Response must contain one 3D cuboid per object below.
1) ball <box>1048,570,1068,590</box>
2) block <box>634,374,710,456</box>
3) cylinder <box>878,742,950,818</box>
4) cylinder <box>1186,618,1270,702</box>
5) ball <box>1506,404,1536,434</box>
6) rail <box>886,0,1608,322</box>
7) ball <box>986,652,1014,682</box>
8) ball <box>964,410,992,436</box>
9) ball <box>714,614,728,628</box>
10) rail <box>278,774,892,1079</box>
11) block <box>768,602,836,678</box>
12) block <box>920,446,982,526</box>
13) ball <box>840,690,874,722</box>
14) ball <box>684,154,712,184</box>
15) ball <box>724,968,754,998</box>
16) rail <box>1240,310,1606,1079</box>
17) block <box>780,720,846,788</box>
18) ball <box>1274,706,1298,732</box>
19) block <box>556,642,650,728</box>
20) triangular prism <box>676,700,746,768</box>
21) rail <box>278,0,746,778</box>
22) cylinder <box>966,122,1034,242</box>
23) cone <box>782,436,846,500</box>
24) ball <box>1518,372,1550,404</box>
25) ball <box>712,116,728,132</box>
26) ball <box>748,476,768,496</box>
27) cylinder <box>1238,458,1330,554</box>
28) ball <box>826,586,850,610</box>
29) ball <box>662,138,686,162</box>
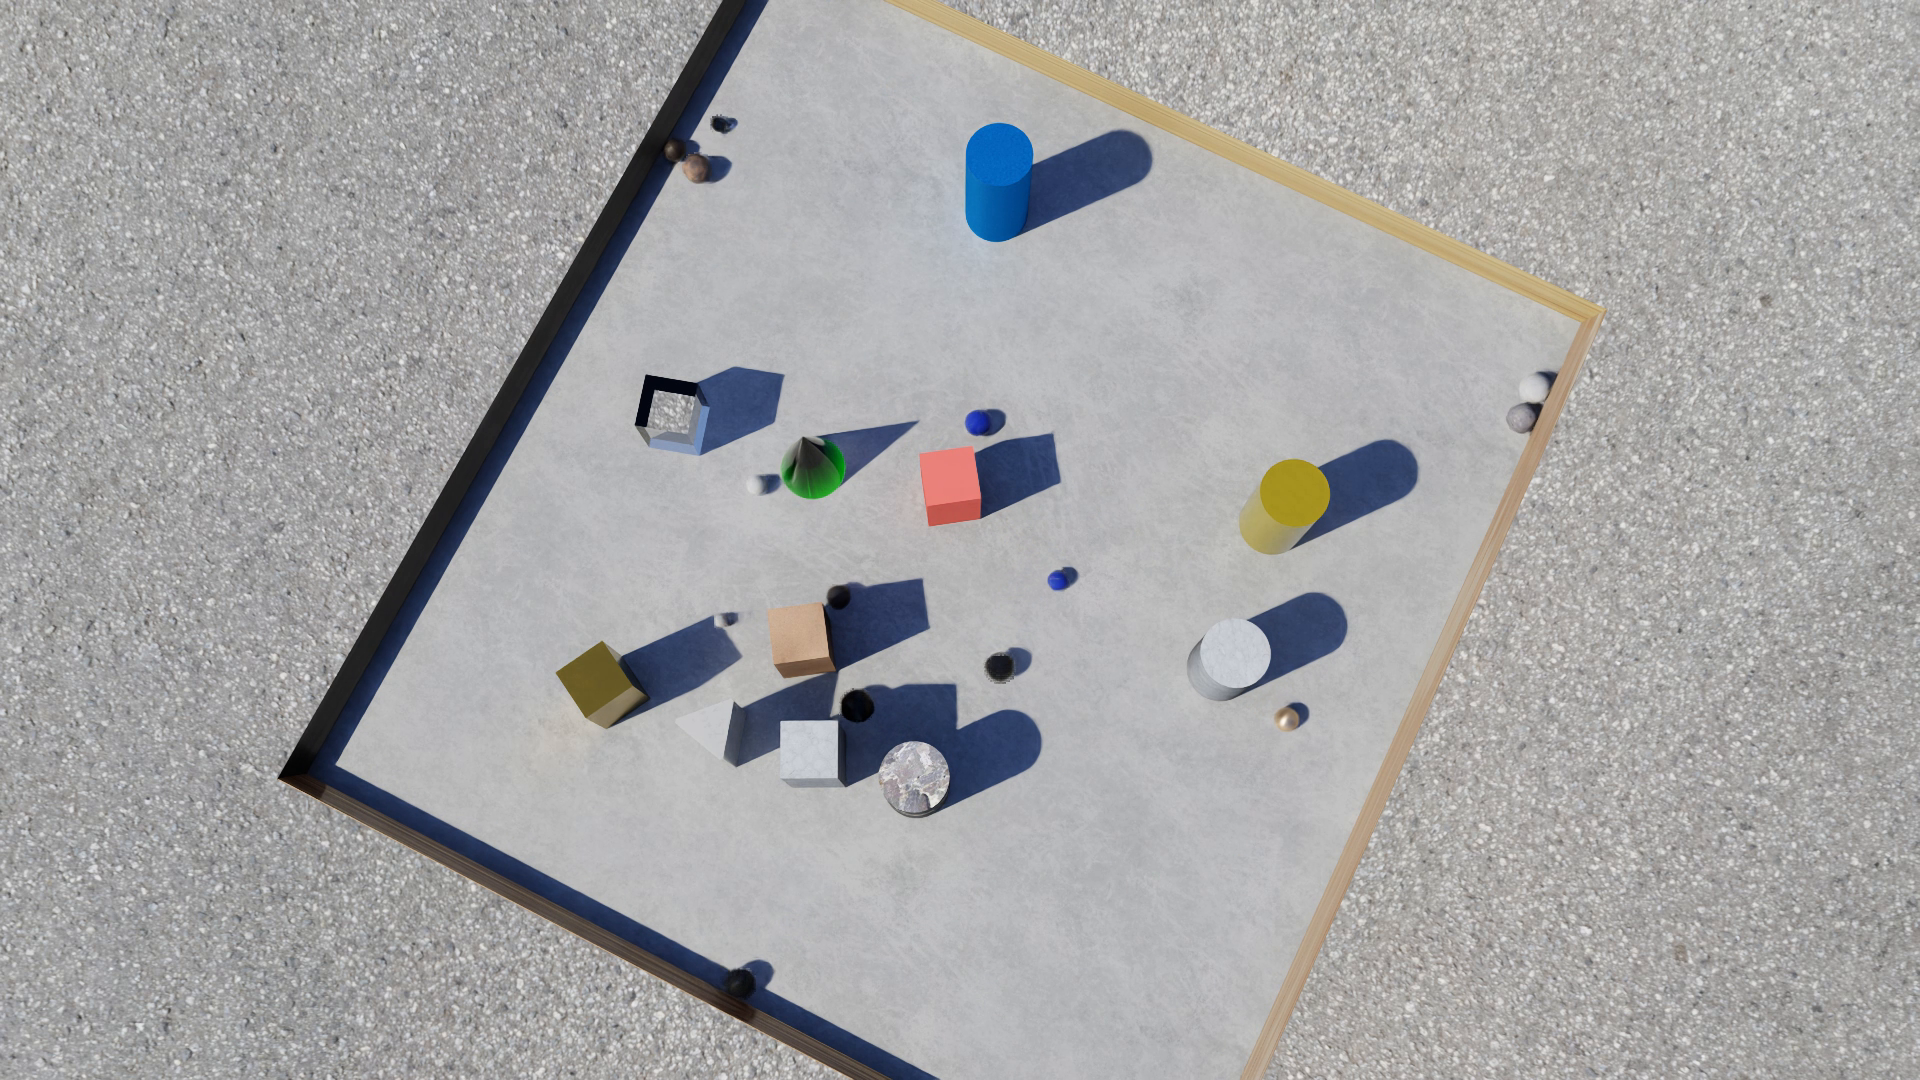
[{"bbox_3d":[0.296,0.122,5.559,0.063,0.063,0.063,0,78,0],"label":"ball"},{"bbox_3d":[-0.871,-0.376,5.562,0.160,0.260,0.160,10,78,2],"label":"block"},{"bbox_3d":[-0.129,0.698,5.313,0.200,0.312,0.200,0,78,0],"label":"cylinder"},{"bbox_3d":[0.784,0.355,5.374,0.200,0.332,0.200,0,78,0],"label":"cylinder"},{"bbox_3d":[1.731,-0.374,5.648,0.090,0.090,0.090,0,78,0],"label":"ball"},{"bbox_3d":[0.675,-1.314,5.821,2.920,0.130,0.045,26,80,5],"label":"rail"},{"bbox_3d":[0.120,0.380,5.493,0.088,0.088,0.088,0,78,0],"label":"ball"},{"bbox_3d":[0.055,-0.359,5.649,0.083,0.083,0.083,0,78,0],"label":"ball"},{"bbox_3d":[-0.722,0.244,5.545,0.042,0.042,0.042,0,78,0],"label":"ball"},{"bbox_3d":[-0.675,1.328,5.274,2.920,0.130,0.045,26,80,5],"label":"rail"},{"bbox_3d":[-0.463,0.298,5.393,0.160,0.317,0.160,-8,78,-2],"label":"block"},{"bbox_3d":[-0.029,-0.159,5.504,0.160,0.284,0.160,-8,78,-2],"label":"block"},{"bbox_3d":[-0.305,0.495,5.463,0.100,0.100,0.100,0,78,0],"label":"ball"},{"bbox_3d":[-0.832,-1.177,5.814,0.091,0.091,0.091,0,78,0],"label":"ball"},{"bbox_3d":[-0.639,1.283,5.307,0.086,0.086,0.086,0,78,0],"label":"ball"},{"bbox_3d":[1.285,0.636,5.418,0.045,0.130,3.065,26,80,5],"label":"rail"},{"bbox_3d":[-0.421,0.622,5.296,0.160,0.375,0.160,0,78,0],"label":"block"},{"bbox_3d":[0.973,0.535,5.468,0.074,0.074,0.074,0,78,0],"label":"ball"},{"bbox_3d":[-1.042,0.428,5.369,0.160,0.311,0.160,-35,80,-7],"label":"block"},{"bbox_3d":[-0.693,0.541,5.345,0.173,0.313,0.150,39,81,7],"label":"triangular prism"},{"bbox_3d":[-1.285,-0.622,5.678,0.045,0.130,3.065,26,80,5],"label":"rail"},{"bbox_3d":[0.116,-1.088,5.611,0.200,0.453,0.200,0,78,0],"label":"cylinder"},{"bbox_3d":[-0.454,-0.261,5.477,0.200,0.379,0.200,0,78,0],"label":"cone"},{"bbox_3d":[1.776,-0.470,5.666,0.094,0.094,0.094,0,78,0],"label":"ball"},{"bbox_3d":[-0.770,-1.330,5.866,0.050,0.050,0.050,0,78,0],"label":"ball"},{"bbox_3d":[-0.620,-0.166,5.618,0.064,0.064,0.064,0,78,0],"label":"ball"},{"bbox_3d":[0.956,-0.093,5.427,0.200,0.408,0.200,0,78,0],"label":"cylinder"},{"bbox_3d":[-0.367,0.173,5.543,0.074,0.074,0.074,0,78,0],"label":"ball"},{"bbox_3d":[-0.911,-1.242,5.837,0.072,0.072,0.072,0,78,0],"label":"ball"}]
